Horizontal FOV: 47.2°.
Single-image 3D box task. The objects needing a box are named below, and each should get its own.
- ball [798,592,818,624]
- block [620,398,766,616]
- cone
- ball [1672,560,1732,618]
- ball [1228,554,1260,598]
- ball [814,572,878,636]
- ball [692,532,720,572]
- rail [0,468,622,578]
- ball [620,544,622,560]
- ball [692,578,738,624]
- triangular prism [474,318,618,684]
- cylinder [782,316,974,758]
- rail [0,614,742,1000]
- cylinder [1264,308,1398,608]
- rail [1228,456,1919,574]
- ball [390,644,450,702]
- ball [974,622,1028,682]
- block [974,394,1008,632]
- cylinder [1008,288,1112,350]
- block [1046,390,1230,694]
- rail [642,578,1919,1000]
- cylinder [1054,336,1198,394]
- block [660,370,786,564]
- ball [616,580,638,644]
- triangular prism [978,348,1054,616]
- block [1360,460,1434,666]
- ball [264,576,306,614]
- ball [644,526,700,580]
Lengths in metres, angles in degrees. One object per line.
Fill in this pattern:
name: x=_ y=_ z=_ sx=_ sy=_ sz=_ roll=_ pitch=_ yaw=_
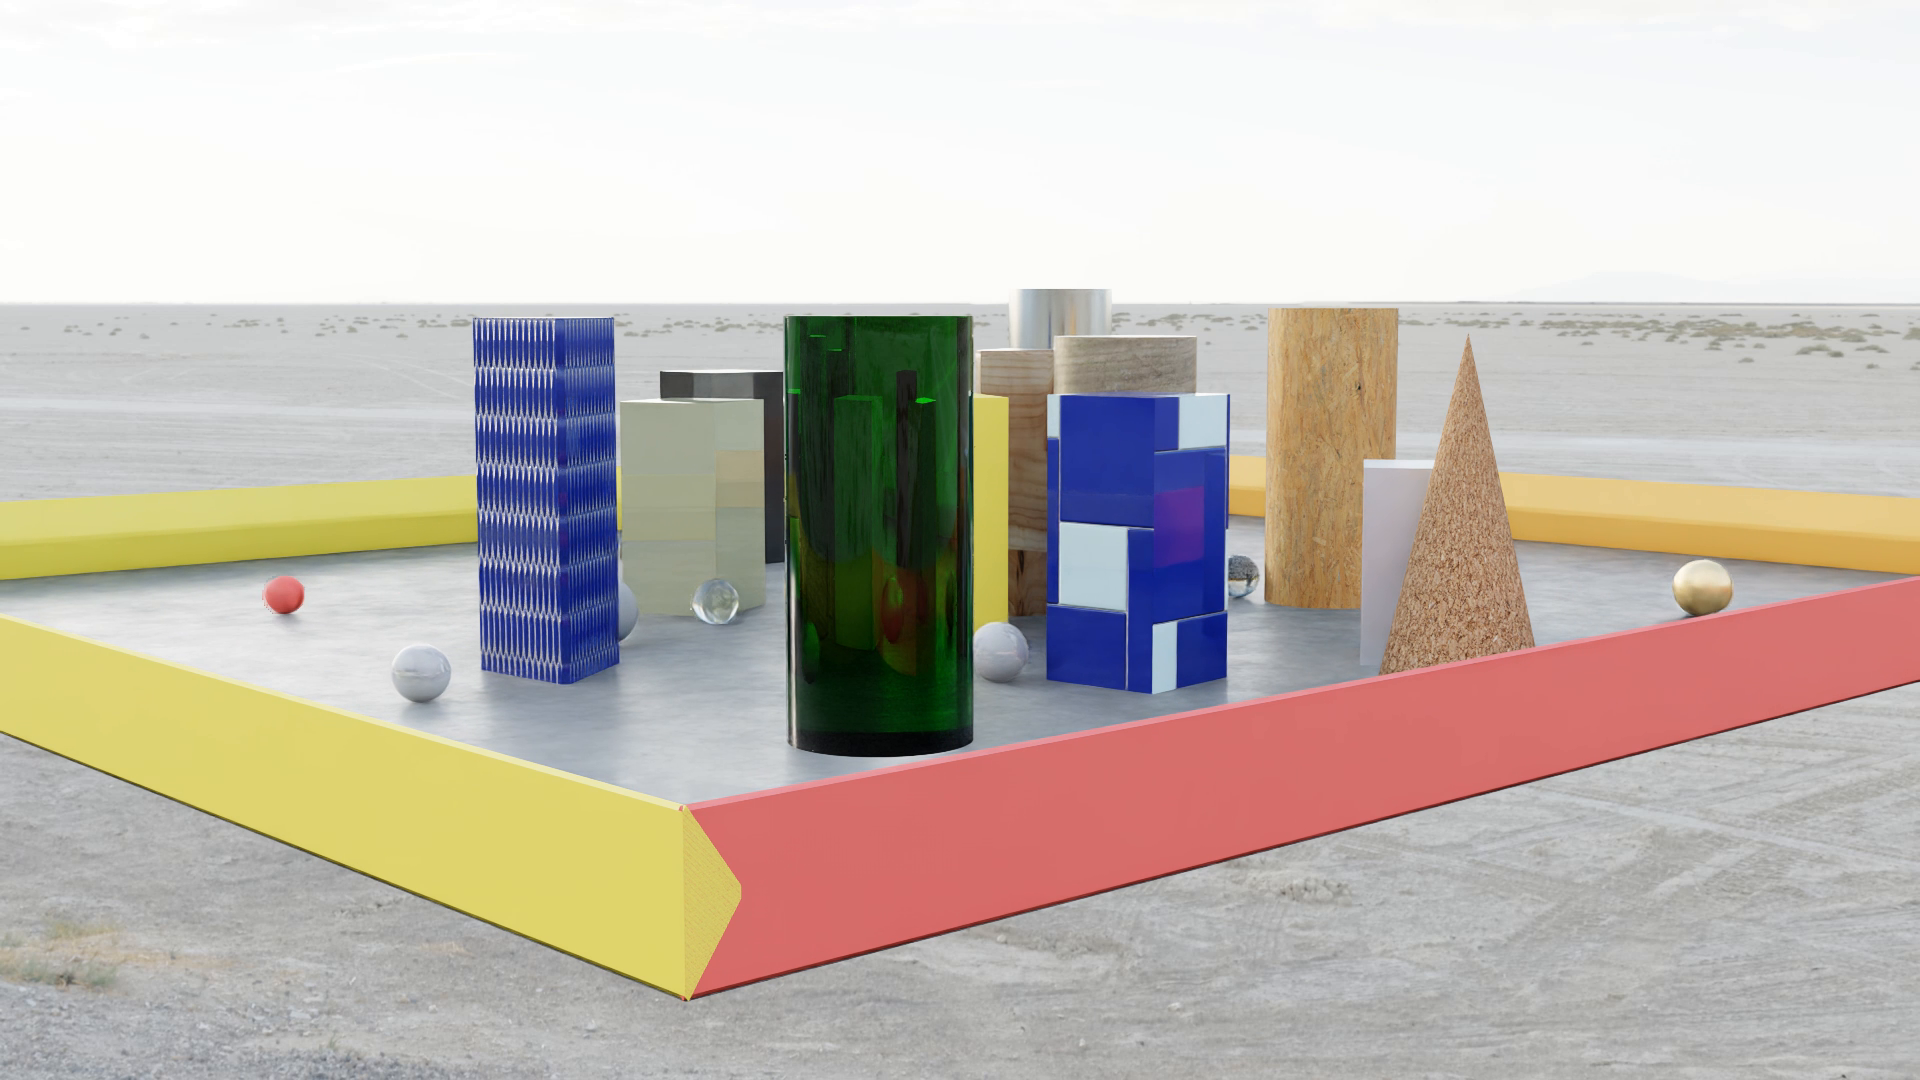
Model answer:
ball: x=-0.207 y=0.097 z=3.129 sx=0.044 sy=0.044 sz=0.044 roll=0 pitch=6 yaw=0
block: x=-0.397 y=-0.053 z=3.278 sx=0.156 sy=0.310 sz=0.156 roll=2 pitch=6 yaw=22
cone: x=0.574 y=-0.026 z=2.506 sx=0.195 sy=0.419 sz=0.195 roll=0 pitch=6 yaw=0
ball: x=1.078 y=0.070 z=3.193 sx=0.083 sy=0.083 sz=0.083 roll=0 pitch=6 yaw=0
ball: x=0.431 y=0.056 z=3.411 sx=0.067 sy=0.067 sz=0.067 roll=0 pitch=6 yaw=0
ball: x=-0.157 y=0.087 z=3.009 sx=0.088 sy=0.088 sz=0.088 roll=0 pitch=6 yaw=0
ball: x=-0.445 y=0.019 z=3.756 sx=0.068 sy=0.068 sz=0.068 roll=0 pitch=6 yaw=0
rail: x=-0.865 y=-0.065 z=4.264 sx=2.879 sy=0.127 sz=0.045 roll=-5 pitch=8 yaw=-42
ball: x=-0.536 y=0.019 z=3.710 sx=0.077 sy=0.077 sz=0.077 roll=0 pitch=6 yaw=0
ball: x=-0.347 y=0.087 z=3.119 sx=0.065 sy=0.065 sz=0.065 roll=0 pitch=6 yaw=0
triangular prism: x=-0.483 y=-0.056 z=2.708 sx=0.169 sy=0.435 sz=0.146 roll=5 pitch=8 yaw=42
cylinder: x=-0.083 y=-0.011 z=2.267 sx=0.195 sy=0.438 sz=0.195 roll=0 pitch=6 yaw=0
rail: x=-1.040 y=0.133 z=2.377 sx=0.045 sy=0.127 sz=2.597 roll=-5 pitch=8 yaw=-42
cylinder: x=0.566 y=-0.129 z=3.356 sx=0.195 sy=0.446 sz=0.195 roll=0 pitch=6 yaw=0
rail: x=1.040 y=-0.067 z=4.287 sx=0.045 sy=0.127 sz=2.597 roll=-5 pitch=8 yaw=-42
ball: x=-0.613 y=0.151 z=2.500 sx=0.067 sy=0.067 sz=0.067 roll=0 pitch=6 yaw=0
ball: x=0.046 y=0.134 z=2.637 sx=0.073 sy=0.073 sz=0.073 roll=0 pitch=6 yaw=0
block: x=-0.032 y=-0.034 z=3.019 sx=0.156 sy=0.327 sz=0.156 roll=-2 pitch=6 yaw=-16
cylinder: x=0.190 y=-0.233 z=4.173 sx=0.195 sy=0.483 sz=0.195 roll=0 pitch=6 yaw=0
block: x=0.214 y=-0.003 z=2.645 sx=0.156 sy=0.344 sz=0.156 roll=5 pitch=8 yaw=40
rail: x=0.865 y=0.131 z=2.400 sx=2.879 sy=0.127 sz=0.045 roll=-5 pitch=8 yaw=-42
cylinder: x=0.225 y=-0.075 z=3.017 sx=0.195 sy=0.408 sz=0.195 roll=0 pitch=6 yaw=0
block: x=-0.418 y=-0.129 z=3.880 sx=0.156 sy=0.337 sz=0.156 roll=-5 pitch=8 yaw=-41
ball: x=-0.474 y=0.094 z=2.915 sx=0.093 sy=0.093 sz=0.093 roll=0 pitch=6 yaw=0
triangular prism: x=0.089 y=-0.089 z=3.262 sx=0.169 sy=0.386 sz=0.146 roll=-2 pitch=6 yaw=-14
block: x=0.593 y=0.027 z=2.813 sx=0.156 sy=0.249 sz=0.156 roll=1 pitch=6 yaw=10
ball: x=-0.990 y=0.080 z=3.226 sx=0.057 sy=0.057 sz=0.057 roll=0 pitch=6 yaw=0
ball: x=-0.477 y=0.020 z=3.641 sx=0.090 sy=0.090 sz=0.090 roll=0 pitch=6 yaw=0
